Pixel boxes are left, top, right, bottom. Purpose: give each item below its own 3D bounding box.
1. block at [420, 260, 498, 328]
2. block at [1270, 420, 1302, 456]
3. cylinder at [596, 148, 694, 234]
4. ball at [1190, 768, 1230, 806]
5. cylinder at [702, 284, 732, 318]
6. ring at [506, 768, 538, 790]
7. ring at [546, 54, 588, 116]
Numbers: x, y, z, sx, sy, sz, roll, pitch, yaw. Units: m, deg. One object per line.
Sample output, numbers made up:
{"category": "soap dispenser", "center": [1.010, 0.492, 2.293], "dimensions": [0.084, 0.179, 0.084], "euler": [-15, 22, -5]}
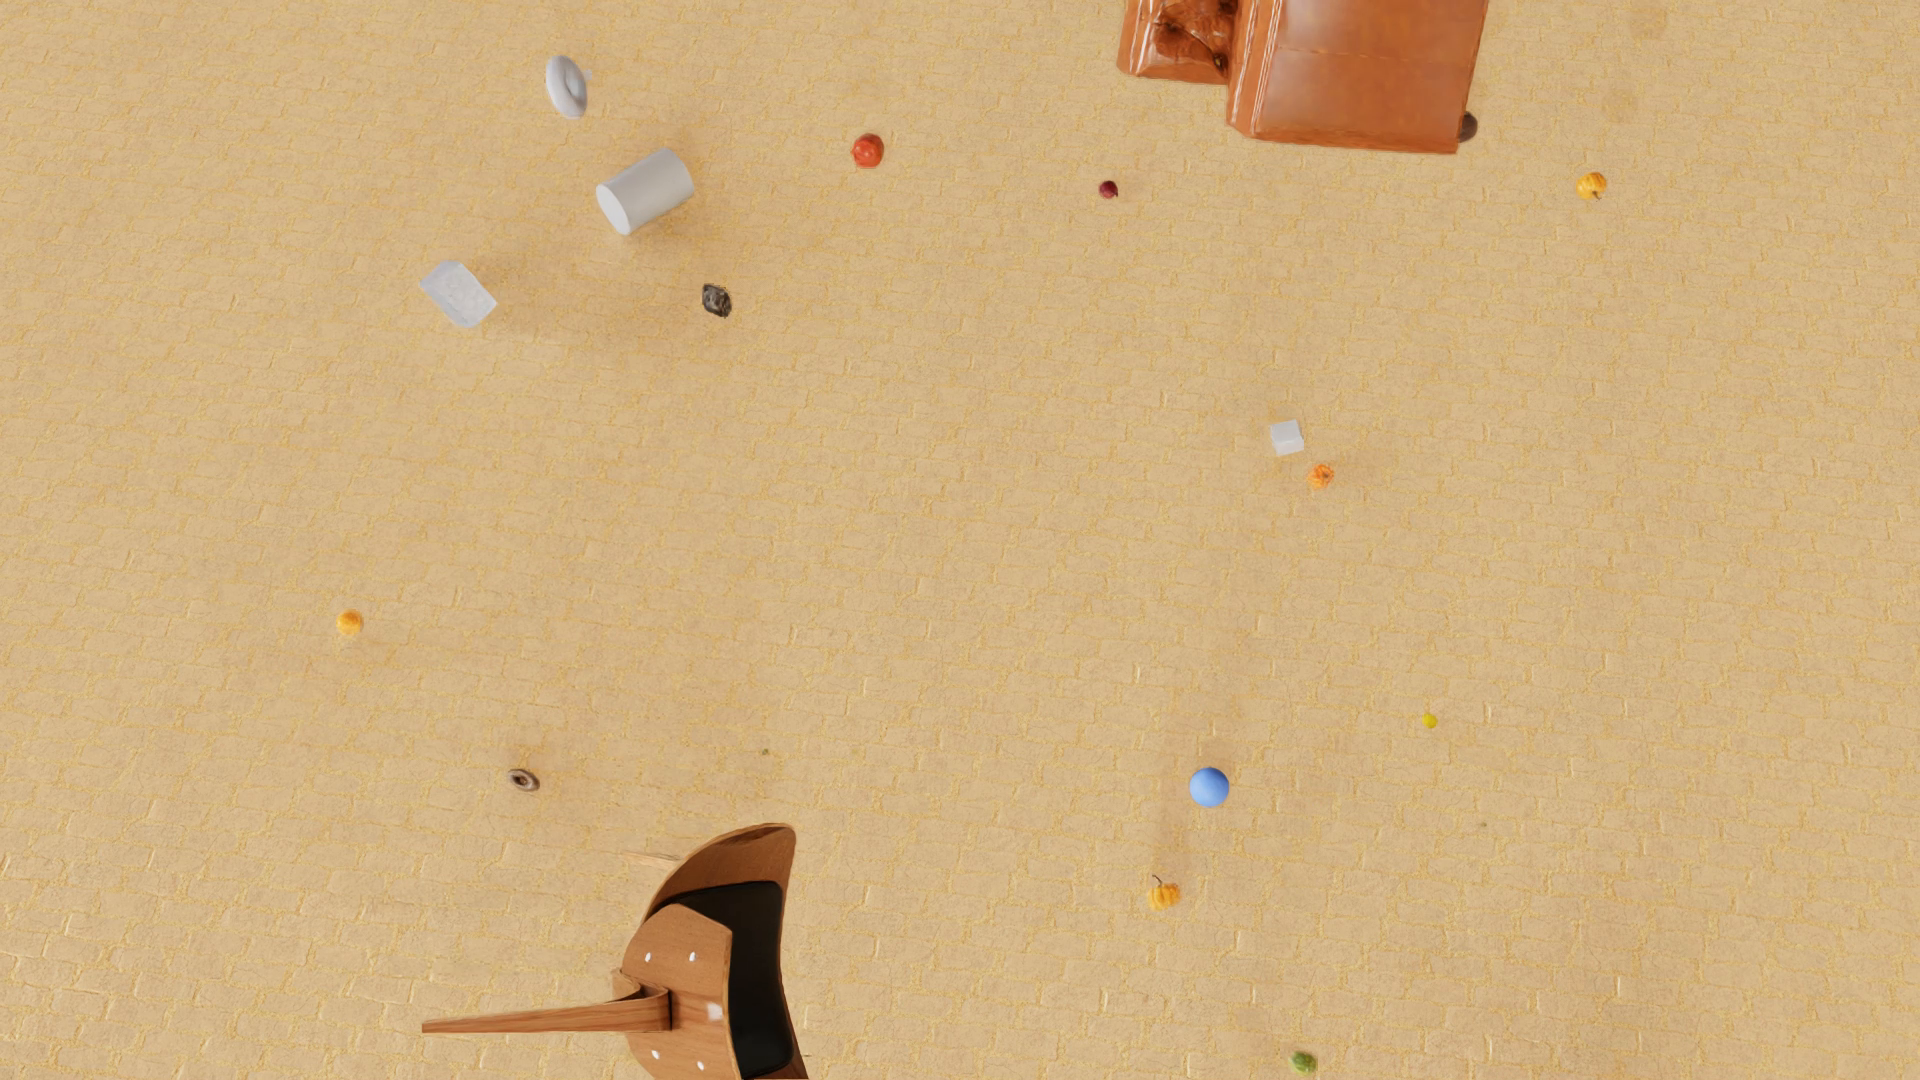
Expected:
{"category": "block", "center": [-1.578, -0.775, 6.920], "dimensions": [0.112, 0.173, 0.213], "euler": [-46, 25, -13]}
{"category": "block", "center": [0.998, -0.313, 6.735], "dimensions": [0.084, 0.066, 0.075], "euler": [-14, 57, 4]}
{"category": "cylinder", "center": [-1.033, -1.145, 7.226], "dimensions": [0.257, 0.199, 0.183], "euler": [-34, 98, -21]}
{"category": "ball", "center": [0.687, 0.680, 6.052], "dimensions": [0.109, 0.109, 0.109], "euler": [0, 56, 0]}
{"category": "cylinder", "center": [-0.777, -0.761, 7.009], "dimensions": [0.061, 0.116, 0.062], "euler": [23, 61, 29]}
{"category": "ring", "center": [-1.213, 0.664, 6.100], "dimensions": [0.101, 0.036, 0.053], "euler": [21, 86, 17]}
{"category": "ring", "center": [-1.338, -1.545, 7.483], "dimensions": [0.066, 0.217, 0.217], "euler": [-12, 90, 20]}
